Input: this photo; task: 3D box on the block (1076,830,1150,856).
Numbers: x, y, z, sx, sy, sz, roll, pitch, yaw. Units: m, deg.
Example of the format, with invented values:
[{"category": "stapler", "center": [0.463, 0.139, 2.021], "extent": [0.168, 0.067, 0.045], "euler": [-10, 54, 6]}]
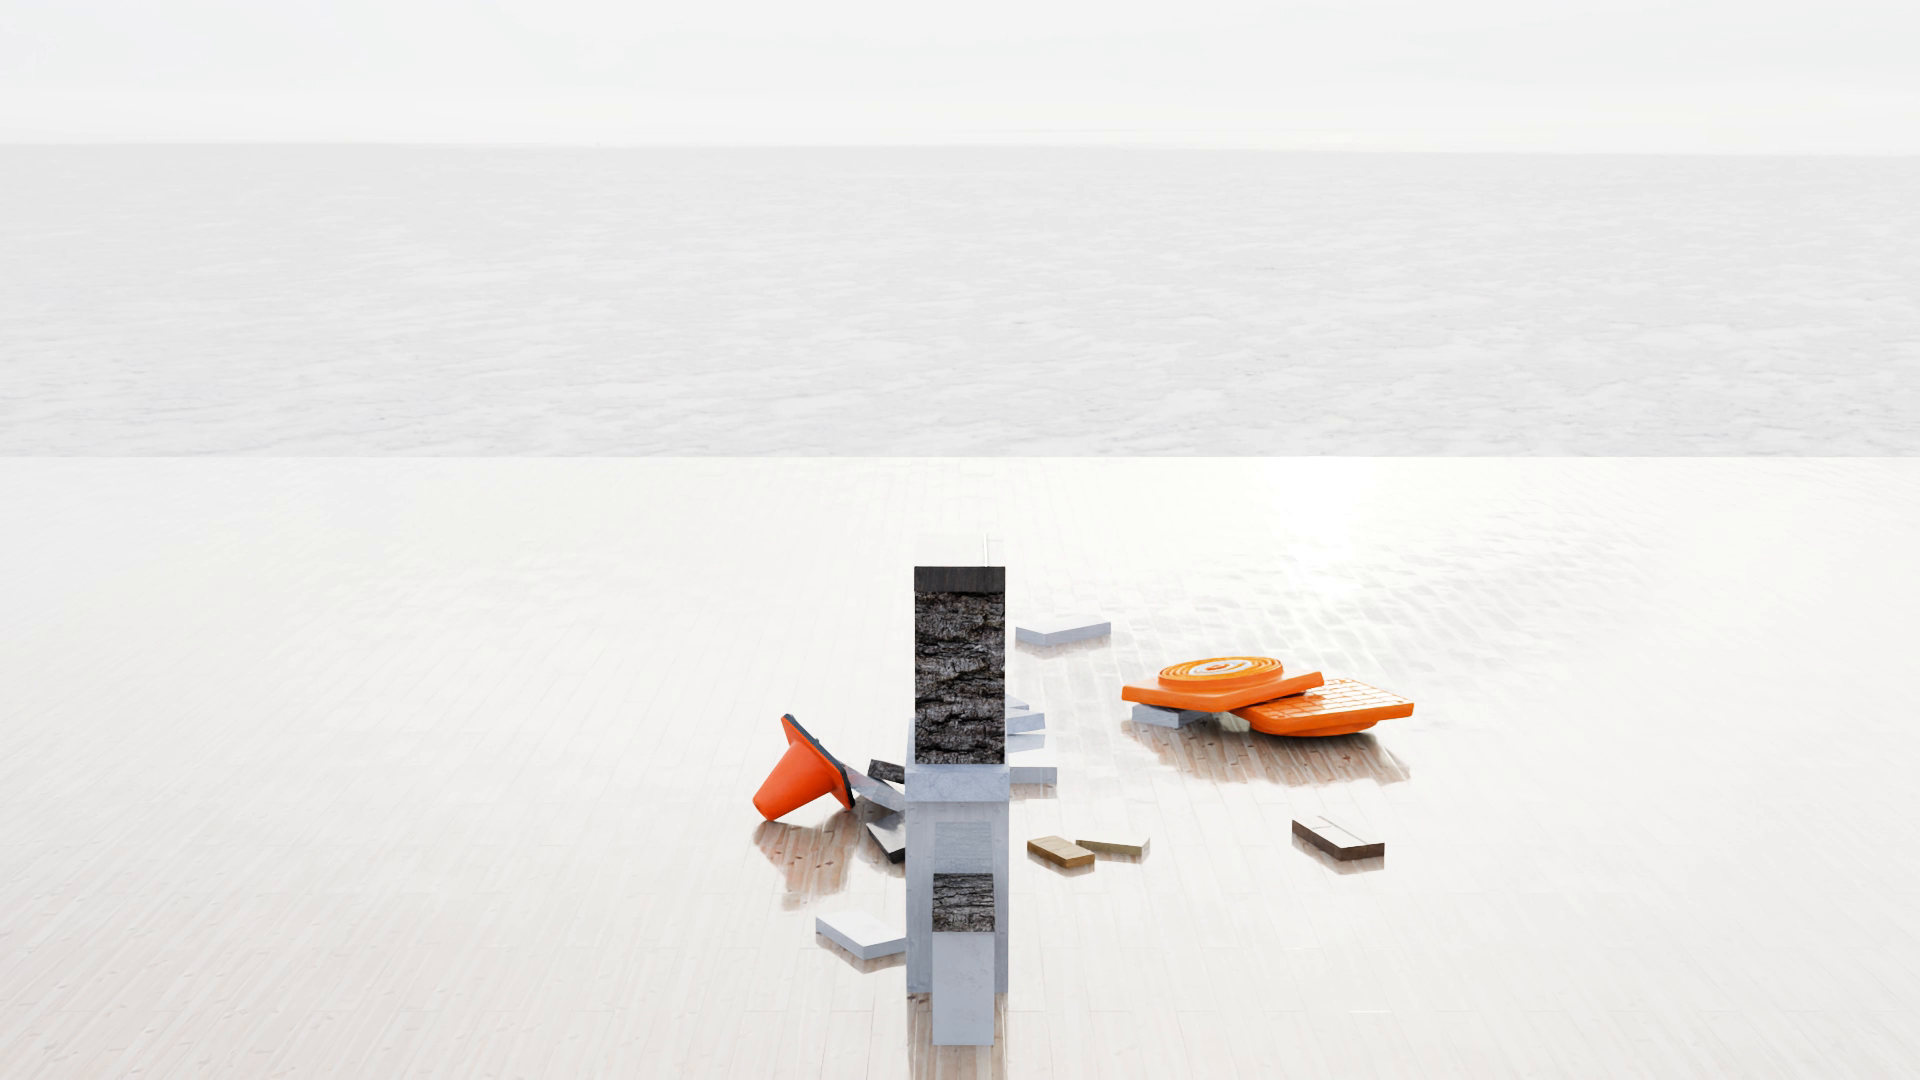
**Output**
[{"category": "block", "center": [0.272, 0.537, 3.907], "extent": [0.122, 0.017, 0.061], "euler": [4, 11, 19]}]

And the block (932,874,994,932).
[{"category": "block", "center": [0.005, 0.509, 3.096], "extent": [0.086, 0.024, 0.172], "euler": [0, 11, 0]}]

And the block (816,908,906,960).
[{"category": "block", "center": [-0.156, 0.618, 3.457], "extent": [0.078, 0.022, 0.157], "euler": [-6, 12, -31]}]

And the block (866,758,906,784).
[{"category": "block", "center": [-0.053, 0.454, 4.113], "extent": [0.224, 0.032, 0.112], "euler": [13, -5, 11]}]

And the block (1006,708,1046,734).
[{"category": "block", "center": [0.068, 0.378, 4.613], "extent": [0.118, 0.033, 0.236], "euler": [-6, 3, -28]}]

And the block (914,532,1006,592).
[{"category": "block", "center": [0.000, 0.031, 3.252], "extent": [0.131, 0.037, 0.262], "euler": [0, 11, 0]}]

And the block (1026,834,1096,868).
[{"category": "block", "center": [0.176, 0.546, 3.856], "extent": [0.061, 0.017, 0.121], "euler": [-7, 12, -32]}]

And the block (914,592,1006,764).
[{"category": "block", "center": [0.000, 0.194, 3.193], "extent": [0.131, 0.262, 0.037], "euler": [0, 11, 0]}]

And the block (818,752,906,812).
[{"category": "block", "center": [-0.163, 0.462, 4.125], "extent": [0.118, 0.033, 0.236], "euler": [26, -4, -29]}]

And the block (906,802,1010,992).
[{"category": "block", "center": [-0.004, 0.516, 3.241], "extent": [0.151, 0.302, 0.043], "euler": [0, 11, 0]}]

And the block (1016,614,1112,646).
[{"category": "block", "center": [0.261, 0.227, 5.539], "extent": [0.224, 0.032, 0.112], "euler": [-8, 13, -38]}]

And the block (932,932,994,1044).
[{"category": "block", "center": [0.005, 0.616, 3.057], "extent": [0.086, 0.172, 0.024], "euler": [0, 11, 0]}]

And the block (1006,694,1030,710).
[{"category": "block", "center": [0.075, 0.360, 4.844], "extent": [0.085, 0.024, 0.171], "euler": [-5, 12, -26]}]

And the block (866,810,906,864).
[{"category": "block", "center": [-0.107, 0.525, 3.900], "extent": [0.078, 0.022, 0.170], "euler": [-20, 15, -12]}]

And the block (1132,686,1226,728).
[{"category": "block", "center": [0.479, 0.363, 4.804], "extent": [0.112, 0.032, 0.224], "euler": [7, 13, 33]}]

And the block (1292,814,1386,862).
[{"category": "block", "center": [0.674, 0.530, 3.924], "extent": [0.088, 0.025, 0.176], "euler": [-4, 11, -20]}]

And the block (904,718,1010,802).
[{"category": "block", "center": [-0.004, 0.328, 3.308], "extent": [0.151, 0.043, 0.302], "euler": [0, 11, 0]}]

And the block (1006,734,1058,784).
[{"category": "block", "center": [0.135, 0.436, 4.404], "extent": [0.118, 0.033, 0.236], "euler": [0, 11, 2]}]
